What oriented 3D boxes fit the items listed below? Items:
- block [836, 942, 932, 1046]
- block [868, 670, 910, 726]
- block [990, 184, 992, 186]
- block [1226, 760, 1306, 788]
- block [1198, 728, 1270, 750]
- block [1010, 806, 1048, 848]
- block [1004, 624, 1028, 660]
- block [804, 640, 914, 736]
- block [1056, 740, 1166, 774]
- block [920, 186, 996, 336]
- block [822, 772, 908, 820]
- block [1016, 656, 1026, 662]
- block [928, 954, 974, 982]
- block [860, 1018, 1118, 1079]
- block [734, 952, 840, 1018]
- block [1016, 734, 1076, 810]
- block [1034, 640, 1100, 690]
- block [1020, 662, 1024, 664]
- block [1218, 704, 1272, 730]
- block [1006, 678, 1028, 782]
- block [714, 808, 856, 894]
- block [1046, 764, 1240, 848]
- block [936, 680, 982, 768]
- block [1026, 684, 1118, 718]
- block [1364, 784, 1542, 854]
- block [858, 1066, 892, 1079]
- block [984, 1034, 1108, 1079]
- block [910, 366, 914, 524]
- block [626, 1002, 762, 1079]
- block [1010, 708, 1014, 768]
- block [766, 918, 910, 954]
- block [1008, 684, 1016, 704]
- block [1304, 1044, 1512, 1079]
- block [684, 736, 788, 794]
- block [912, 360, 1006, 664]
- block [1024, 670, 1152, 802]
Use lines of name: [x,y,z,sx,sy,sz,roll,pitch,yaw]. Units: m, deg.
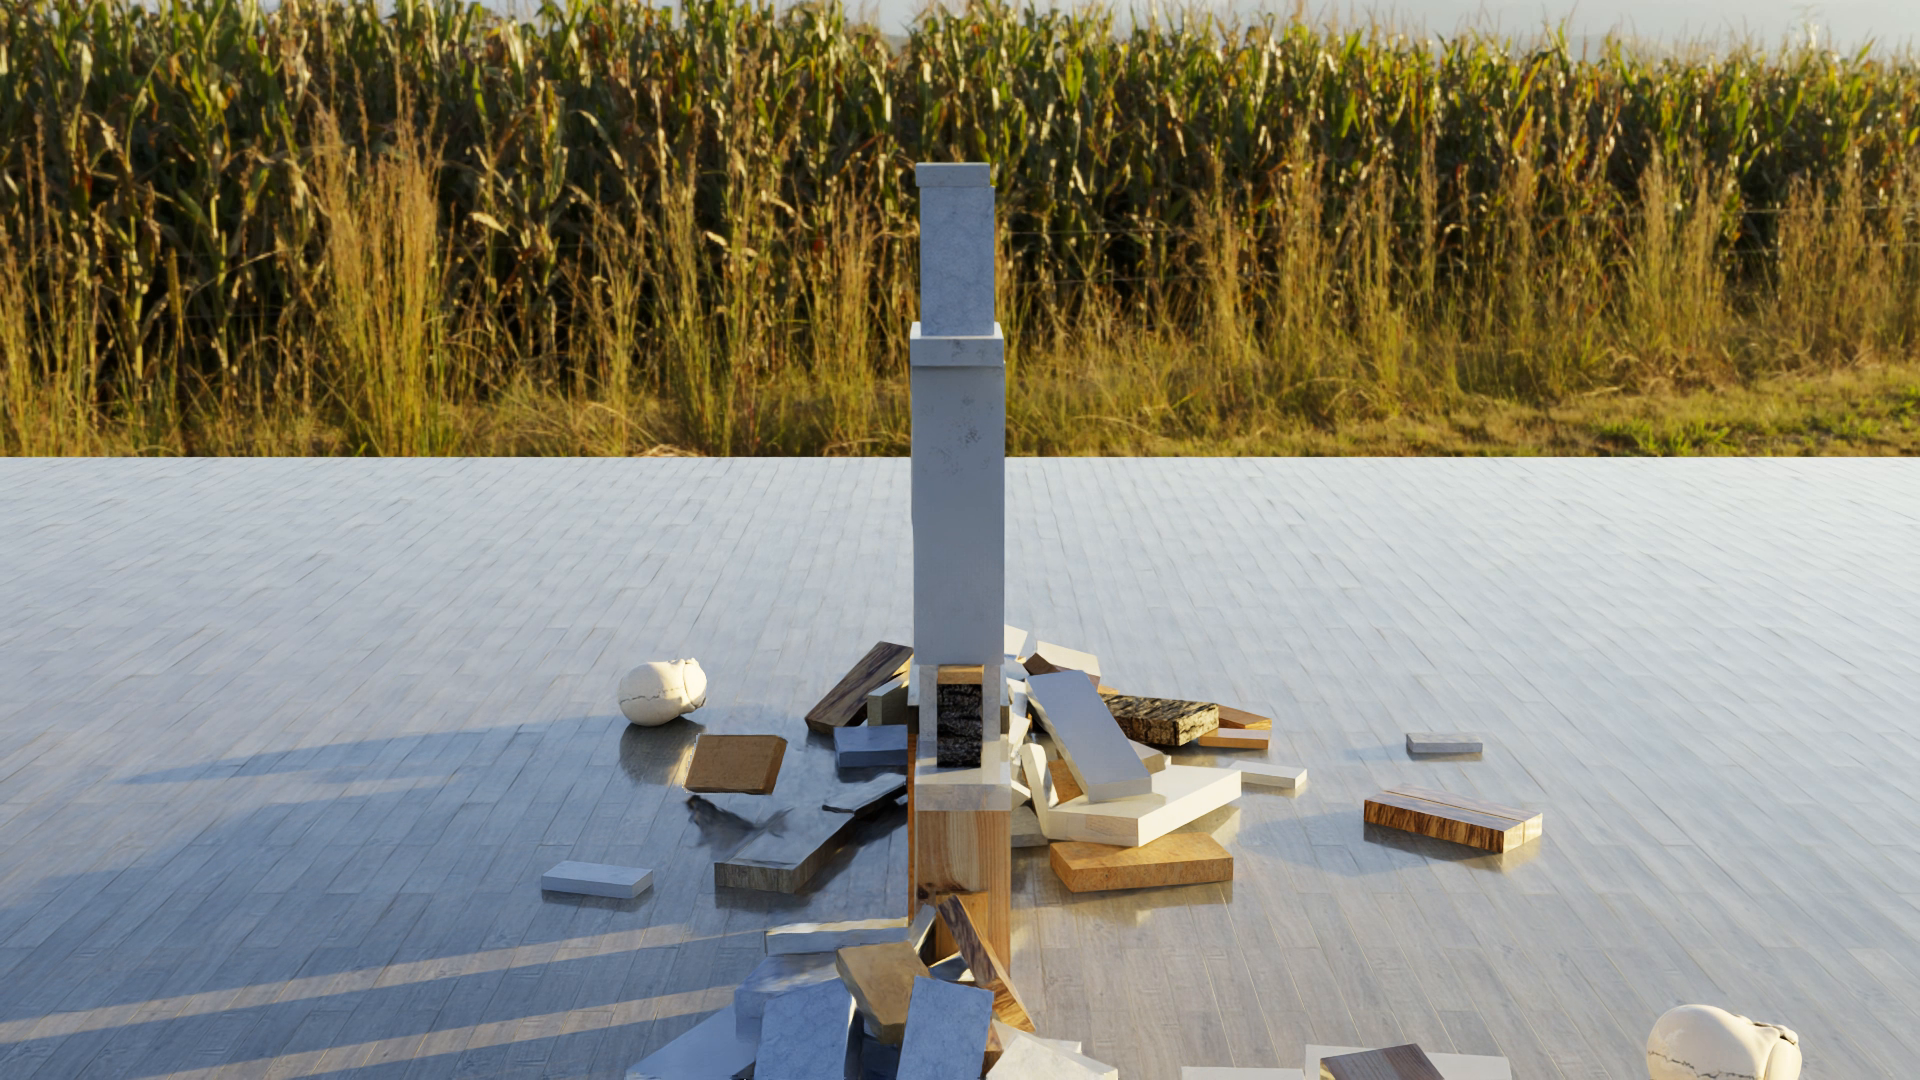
block: [-0.081,0.570,2.776,0.099,0.028,0.197,-2,18,-19]
block: [-0.135,0.355,4.626,0.032,0.113,0.226,4,11,21]
block: [-0.007,-0.429,3.312,0.107,0.213,0.030,-1,10,-3]
block: [0.600,0.460,4.315,0.142,0.020,0.071,5,12,25]
block: [0.571,0.412,4.573,0.142,0.020,0.071,2,11,10]
block: [0.102,0.519,3.987,0.081,0.023,0.161,-2,11,-10]
block: [0.033,0.309,4.735,0.119,0.034,0.783,18,17,5]
block: [-0.206,0.318,4.709,0.113,0.032,0.269,9,42,40]
block: [0.282,0.413,4.140,0.117,0.033,0.234,-16,10,-18]
block: [-0.004,-0.403,3.178,0.107,0.213,0.030,0,12,-2]
block: [-0.165,0.478,4.106,0.070,0.020,0.236,6,12,28]
block: [0.103,0.295,5.211,0.059,0.017,0.119,5,12,27]
block: [-0.060,0.645,3.057,0.239,0.119,0.034,-12,53,-49]
block: [0.013,0.658,2.782,0.158,0.045,0.356,-7,12,-43]
block: [-0.205,0.607,3.088,0.131,0.037,0.262,3,11,16]
block: [0.139,0.449,4.293,0.175,0.050,0.351,2,11,8]
block: [0.231,0.277,4.809,0.138,0.039,0.275,15,6,0]
block: [0.196,0.302,4.833,0.119,0.034,0.238,17,7,21]
block: [0.581,0.385,4.713,0.080,0.023,0.159,-8,13,-38]
block: [0.050,0.340,4.126,0.138,0.039,0.509,17,13,0]
block: [-0.301,0.538,3.837,0.142,0.040,0.318,3,11,16]
block: [0.342,0.478,4.003,0.175,0.050,0.471,1,5,29]
block: [-0.001,0.272,3.260,0.066,0.131,0.019,0,11,2]
block: [0.210,0.357,4.860,0.302,0.023,0.080,-8,13,-36]
block: [0.898,0.505,4.014,0.284,0.040,0.142,9,14,41]
block: [-0.076,0.755,2.477,0.102,0.029,0.825,-18,9,-7]
block: [0.177,0.684,2.585,0.297,0.030,0.106,24,24,16]
block: [-0.008,-0.159,3.389,0.135,0.269,0.038,0,12,3]
block: [-0.275,0.668,2.962,0.131,0.037,0.408,5,12,27]
block: [0.053,0.331,4.031,0.081,0.023,0.405,16,13,-4]
block: [-0.171,0.558,3.098,0.197,0.028,0.099,-3,-2,-3]
block: [0.006,0.313,3.936,0.190,0.024,0.083,-24,4,6]
block: [0.588,0.716,2.889,0.266,0.038,0.133,2,11,9]
block: [-0.426,0.426,4.168,0.212,0.106,0.030,-5,-29,40]
block: [-0.002,-0.039,3.240,0.135,0.449,0.038,0,11,0]
block: [0.234,0.359,4.107,0.117,0.033,0.453,-7,23,-11]
